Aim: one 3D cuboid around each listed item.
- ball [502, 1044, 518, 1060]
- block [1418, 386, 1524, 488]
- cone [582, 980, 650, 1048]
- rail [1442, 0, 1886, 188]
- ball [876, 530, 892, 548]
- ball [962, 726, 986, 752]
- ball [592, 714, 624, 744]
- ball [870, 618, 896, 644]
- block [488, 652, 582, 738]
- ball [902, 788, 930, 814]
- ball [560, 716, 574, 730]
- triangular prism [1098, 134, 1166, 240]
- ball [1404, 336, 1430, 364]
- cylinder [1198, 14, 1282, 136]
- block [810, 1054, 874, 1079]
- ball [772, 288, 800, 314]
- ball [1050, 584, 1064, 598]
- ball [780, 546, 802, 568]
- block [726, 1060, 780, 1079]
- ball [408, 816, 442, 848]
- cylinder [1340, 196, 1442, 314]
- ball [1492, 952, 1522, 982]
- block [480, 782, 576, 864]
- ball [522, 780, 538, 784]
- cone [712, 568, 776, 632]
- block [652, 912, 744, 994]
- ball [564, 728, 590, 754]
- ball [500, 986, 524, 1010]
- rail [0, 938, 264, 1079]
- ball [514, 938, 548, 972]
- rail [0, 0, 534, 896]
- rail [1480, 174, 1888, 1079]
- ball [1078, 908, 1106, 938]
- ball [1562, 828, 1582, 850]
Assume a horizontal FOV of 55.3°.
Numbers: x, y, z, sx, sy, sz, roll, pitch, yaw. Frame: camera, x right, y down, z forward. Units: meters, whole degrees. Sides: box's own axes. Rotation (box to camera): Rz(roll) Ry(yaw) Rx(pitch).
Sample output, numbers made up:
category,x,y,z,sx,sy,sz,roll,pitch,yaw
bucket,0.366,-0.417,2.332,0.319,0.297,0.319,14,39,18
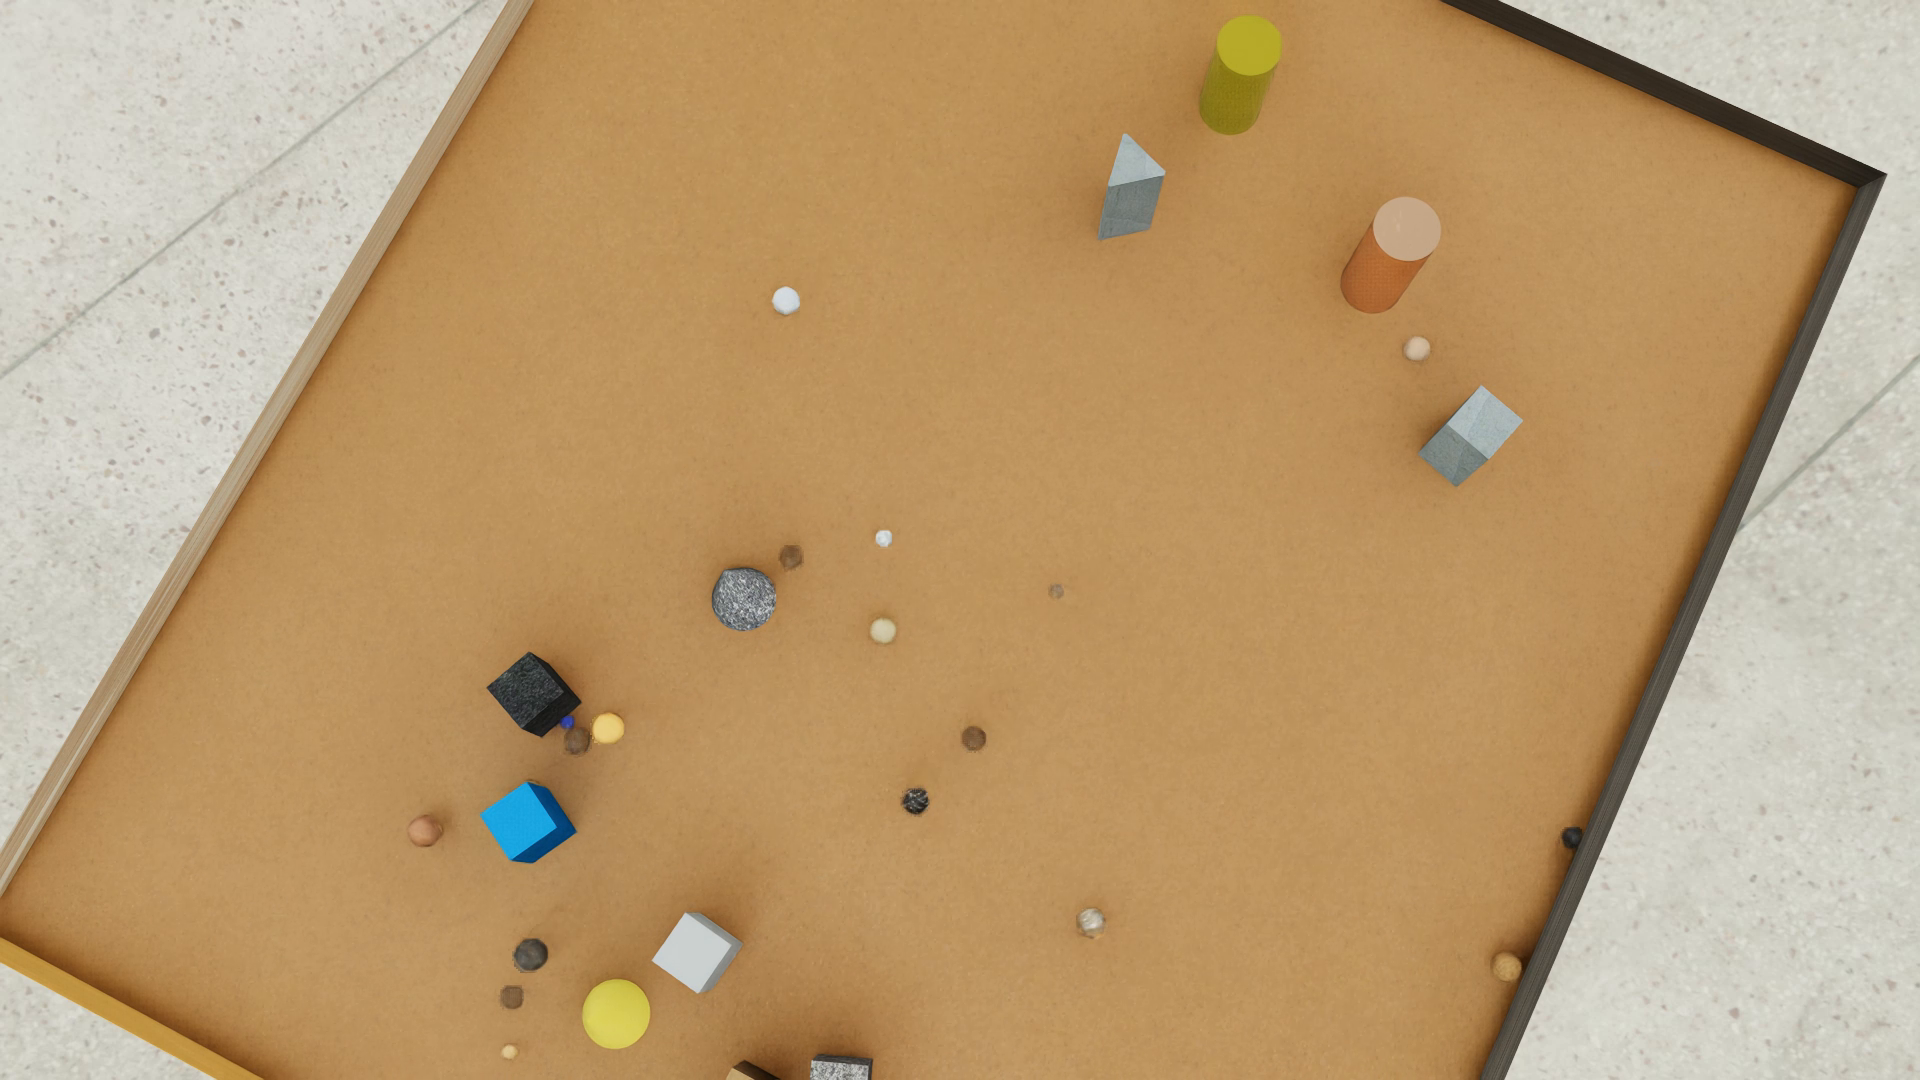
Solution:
category,x,y,z,sx,sy,sz,roll,pitch,yaw
ball,-1.300,1.478,5.289,0.042,0.042,0.042,0,78,0
block,1.527,-0.307,5.500,0.158,0.353,0.158,42,81,8
cone,-1.000,1.335,5.122,0.198,0.428,0.198,0,78,0
rail,1.034,-2.018,5.968,4.146,0.129,0.045,26,80,5
ball,-0.232,-0.005,5.591,0.053,0.053,0.053,0,78,0
ball,0.041,0.591,5.456,0.074,0.074,0.074,0,78,0
ball,-1.047,0.562,5.453,0.093,0.093,0.093,0,78,0
ball,-0.232,0.273,5.520,0.079,0.079,0.079,0,78,0
block,-1.248,0.457,5.388,0.158,0.262,0.158,-41,81,-8
ball,-0.130,0.772,5.417,0.079,0.079,0.079,0,78,0
ball,-1.176,0.546,5.483,0.041,0.041,0.041,0,78,0
triangular prism,0.504,-1.087,5.618,0.171,0.438,0.148,-13,79,-3
ball,1.422,-0.591,5.697,0.082,0.082,0.082,0,78,0
cylinder,0.868,-1.440,5.698,0.198,0.425,0.198,0,78,0
block,-0.337,1.545,5.161,0.158,0.265,0.158,5,78,1
ball,-0.543,-0.747,5.728,0.085,0.085,0.085,0,78,0
ball,0.296,0.155,5.562,0.044,0.044,0.044,0,78,0
ball,-0.512,0.053,5.570,0.069,0.069,0.069,0,78,0
block,-0.591,1.579,5.140,0.158,0.293,0.158,27,80,5
ball,-1.575,0.858,5.391,0.094,0.094,0.094,0,78,0
cylinder,1.299,-0.856,5.552,0.198,0.473,0.198,0,78,0
ball,1.585,1.240,5.316,0.085,0.085,0.085,0,78,0
block,-1.246,0.821,5.304,0.158,0.279,0.158,-35,80,-7
ball,-1.276,0.737,5.437,0.054,0.054,0.054,0,78,0
cone,-0.658,0.131,5.344,0.198,0.481,0.198,0,78,0
block,-0.743,1.174,5.222,0.158,0.297,0.158,34,80,7
ball,-1.139,0.598,5.453,0.079,0.079,0.079,0,78,0
ball,-1.296,1.325,5.308,0.068,0.068,0.068,0,78,0
rail,-1.034,2.031,5.129,4.146,0.129,0.045,26,80,5
ball,-1.244,1.204,5.319,0.096,0.096,0.096,0,78,0
rail,-1.833,-0.891,5.734,0.045,0.129,4.670,26,80,5
rail,1.833,0.904,5.363,0.045,0.129,4.670,26,80,5
ball,0.383,1.118,5.343,0.083,0.083,0.083,0,78,0
ball,1.806,0.880,5.403,0.062,0.062,0.062,0,78,0
